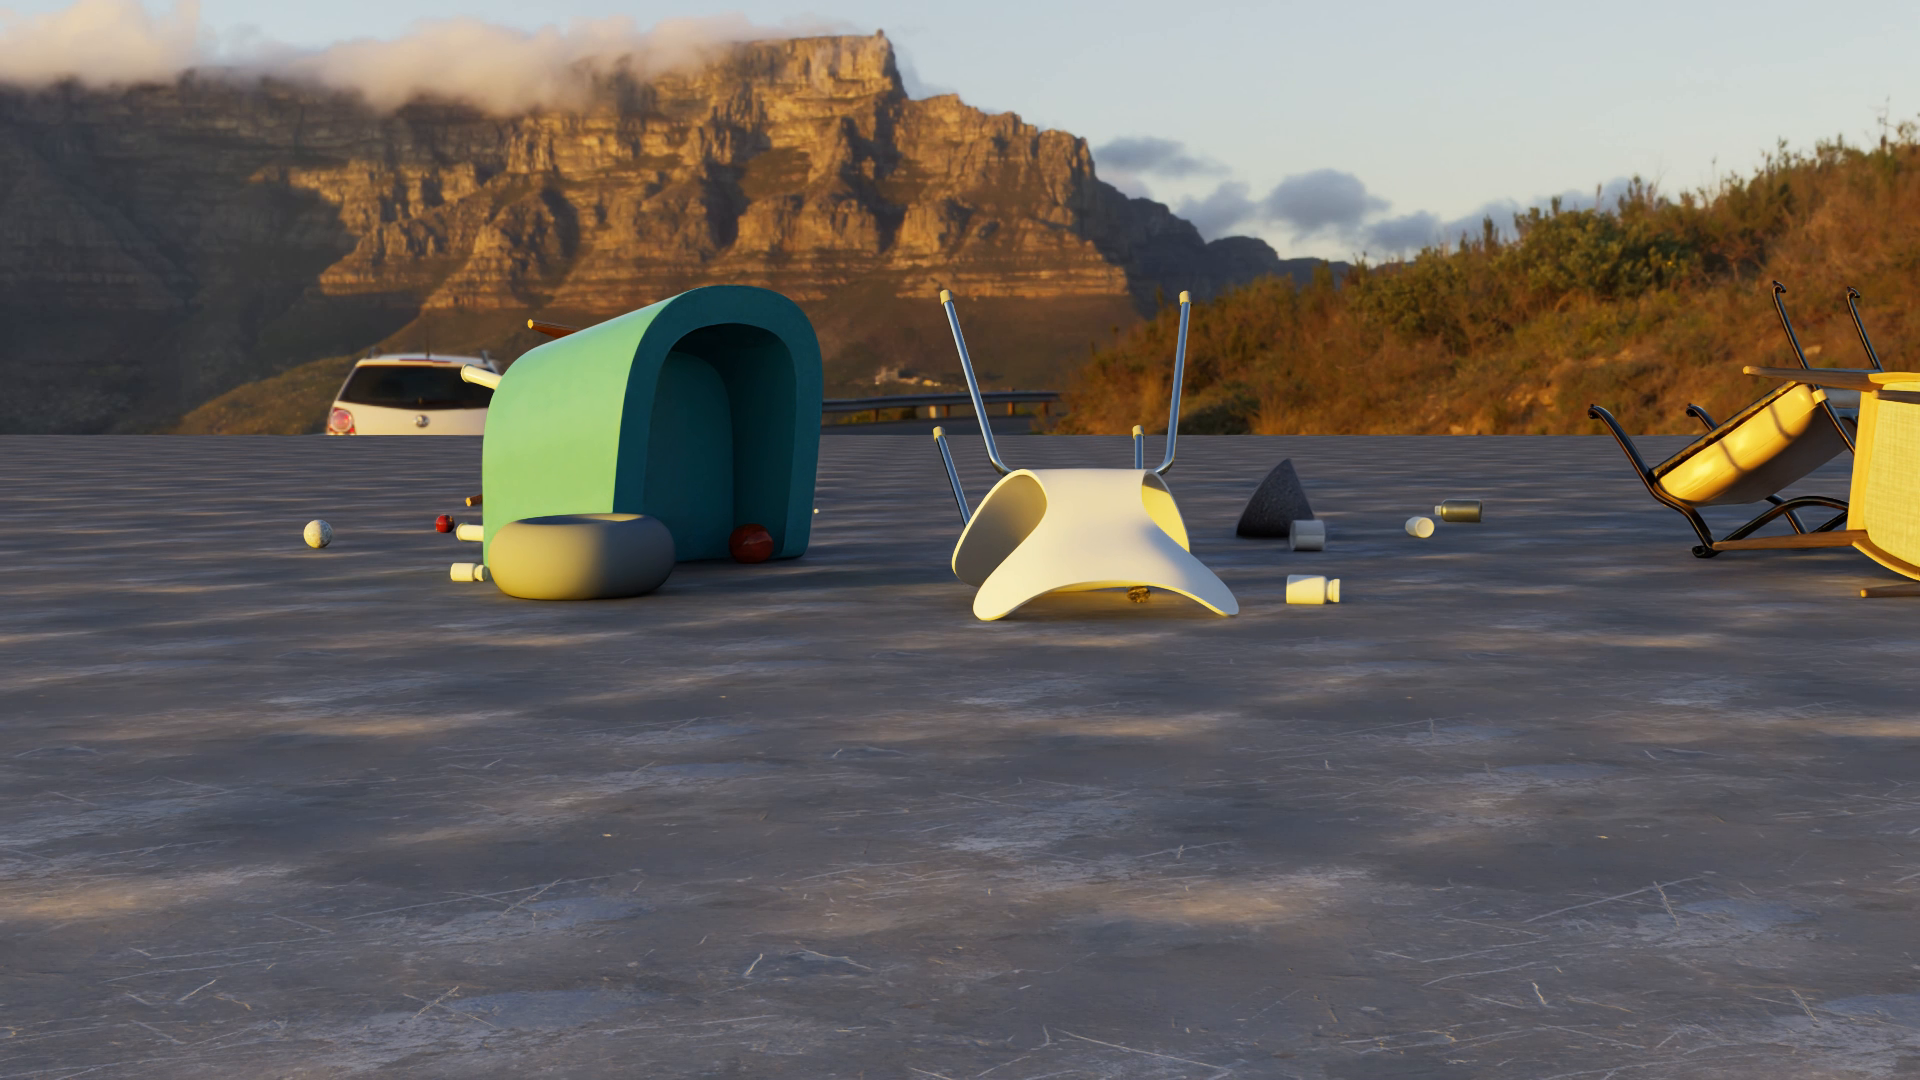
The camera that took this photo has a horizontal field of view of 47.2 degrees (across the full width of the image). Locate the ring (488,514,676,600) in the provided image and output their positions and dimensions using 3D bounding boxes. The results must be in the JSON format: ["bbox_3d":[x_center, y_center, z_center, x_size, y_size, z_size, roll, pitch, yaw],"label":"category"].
[{"bbox_3d":[-0.832,0.035,4.851,0.405,0.165,0.484,-1,5,1],"label":"ring"}]

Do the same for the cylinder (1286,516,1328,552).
[{"bbox_3d":[0.962,-0.013,6.096,0.078,0.086,0.133,-24,-19,17],"label":"cylinder"}]

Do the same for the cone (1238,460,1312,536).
[{"bbox_3d":[1.011,-0.068,6.674,0.219,0.273,0.314,36,-9,16],"label":"cone"}]

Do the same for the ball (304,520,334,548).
[{"bbox_3d":[-1.812,-0.017,6.211,0.080,0.080,0.080,0,4,0],"label":"ball"}]
